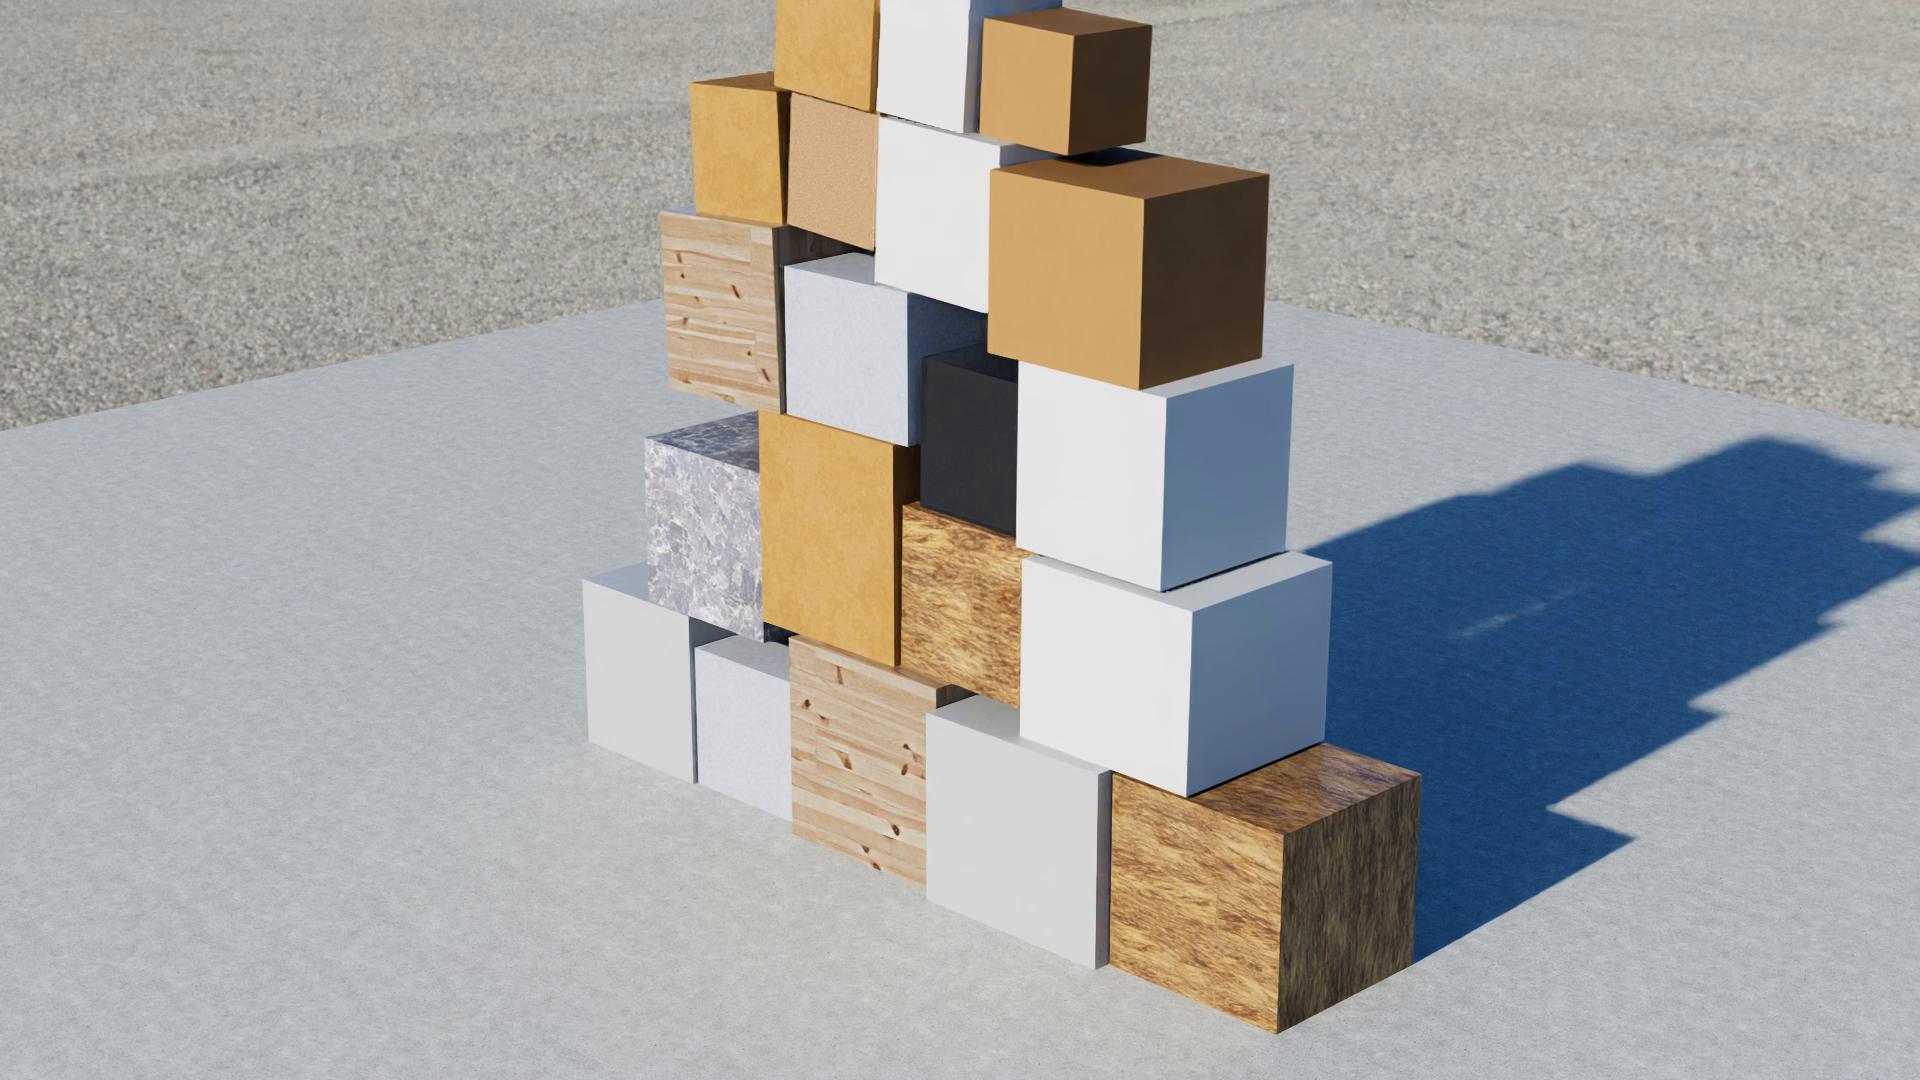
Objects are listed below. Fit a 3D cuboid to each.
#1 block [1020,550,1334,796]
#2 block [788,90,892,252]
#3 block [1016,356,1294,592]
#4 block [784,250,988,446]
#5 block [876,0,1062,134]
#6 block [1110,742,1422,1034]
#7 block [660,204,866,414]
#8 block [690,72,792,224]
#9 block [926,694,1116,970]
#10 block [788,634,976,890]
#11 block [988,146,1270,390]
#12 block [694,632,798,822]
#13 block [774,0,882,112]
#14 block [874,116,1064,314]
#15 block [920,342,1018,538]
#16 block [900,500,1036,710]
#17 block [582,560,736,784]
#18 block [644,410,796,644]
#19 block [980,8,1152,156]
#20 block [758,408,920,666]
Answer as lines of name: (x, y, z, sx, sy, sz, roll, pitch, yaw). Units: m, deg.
block: (0.917, 0.470, 12.512, 0.911, 0.804, 0.944, -17, 25, -42)
block: (-0.362, -1.704, 13.171, 0.568, 0.626, 0.576, -17, 28, -42)
block: (0.816, -0.354, 12.360, 0.808, 0.815, 0.815, -17, 25, -42)
block: (-0.233, -0.906, 13.330, 0.788, 0.689, 0.796, -17, 24, -42)
block: (0.040, -2.131, 12.603, 0.565, 0.615, 0.529, -17, 28, -42)
block: (1.289, 1.401, 12.422, 0.917, 0.879, 0.916, -17, 24, -42)
block: (-0.835, -1.144, 13.840, 0.790, 0.856, 0.791, -17, 22, -42)
block: (-0.808, -1.833, 13.603, 0.616, 0.597, 0.605, -17, 22, -42)
block: (0.590, 1.185, 13.076, 1.066, 0.898, 1.026, -17, 24, -42)
block: (-0.114, 0.926, 13.752, 0.953, 0.987, 0.971, -17, 24, -42)
block: (0.696, -1.150, 12.225, 0.853, 0.780, 0.779, 18, 25, 42)
block: (-0.750, 0.870, 14.388, 0.746, 0.713, 0.790, -17, 24, -42)
block: (-0.347, -2.310, 12.986, 0.695, 0.639, 0.617, -17, 28, -42)
block: (0.144, -1.459, 12.756, 0.704, 0.725, 0.726, -17, 27, -42)
block: (0.289, -0.462, 12.877, 0.640, 0.684, 0.664, -17, 25, -42)
block: (0.287, 0.224, 13.092, 0.724, 0.753, 0.825, -17, 25, -42)
block: (-1.313, 0.612, 14.932, 0.846, 0.878, 0.829, -17, 24, -42)
block: (-0.957, -0.085, 14.301, 0.771, 0.835, 0.857, -17, 25, -42)
block: (0.441, -1.927, 12.284, 0.482, 0.492, 0.511, -17, 27, -42)
block: (-0.322, -0.104, 13.655, 0.823, 1.036, 0.895, -17, 24, -42)
